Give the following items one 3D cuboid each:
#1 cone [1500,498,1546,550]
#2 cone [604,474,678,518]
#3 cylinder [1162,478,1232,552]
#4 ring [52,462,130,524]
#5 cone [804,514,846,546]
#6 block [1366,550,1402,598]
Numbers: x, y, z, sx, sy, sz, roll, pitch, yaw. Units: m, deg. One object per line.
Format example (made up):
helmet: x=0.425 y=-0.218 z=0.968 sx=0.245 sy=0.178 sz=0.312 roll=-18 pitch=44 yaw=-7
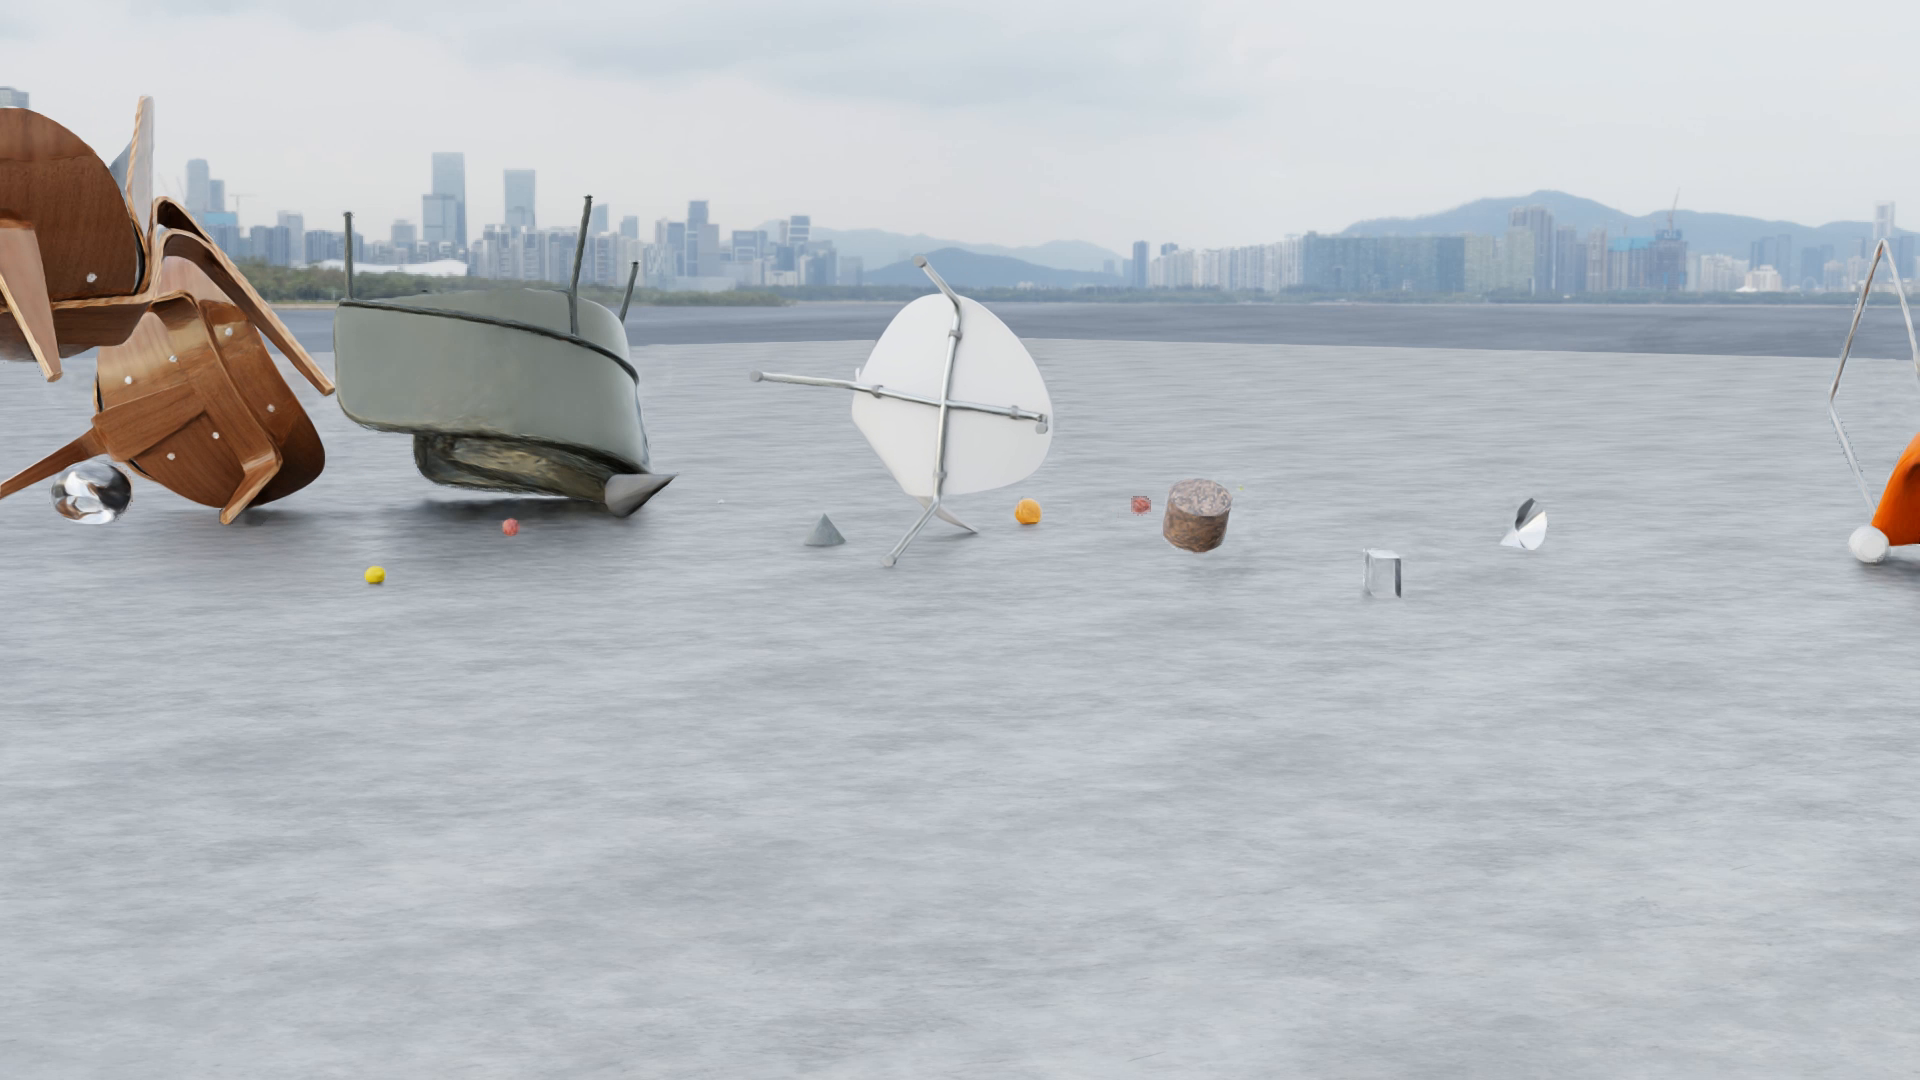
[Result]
cone: x=1.352 y=-0.013 z=6.252 sx=0.088 sy=0.150 sz=0.126 roll=30 pitch=-34 yaw=-14
cone: x=-0.835 y=-0.146 z=6.891 sx=0.104 sy=0.124 sz=0.264 roll=16 pitch=-23 yaw=-40
cylinder: x=0.551 y=-0.059 z=5.962 sx=0.148 sy=0.094 sz=0.186 roll=13 pitch=30 yaw=8
ring: x=-2.281 y=-0.123 z=6.736 sx=0.186 sy=0.097 sz=0.281 roll=31 pitch=-34 yaw=-30
cone: x=-0.334 y=-0.029 z=6.330 sx=0.129 sy=0.075 sz=0.068 roll=-5 pitch=8 yaw=-41
block: x=0.876 y=0.070 z=5.317 sx=0.055 sy=0.081 sz=0.125 roll=0 pitch=8 yaw=1
